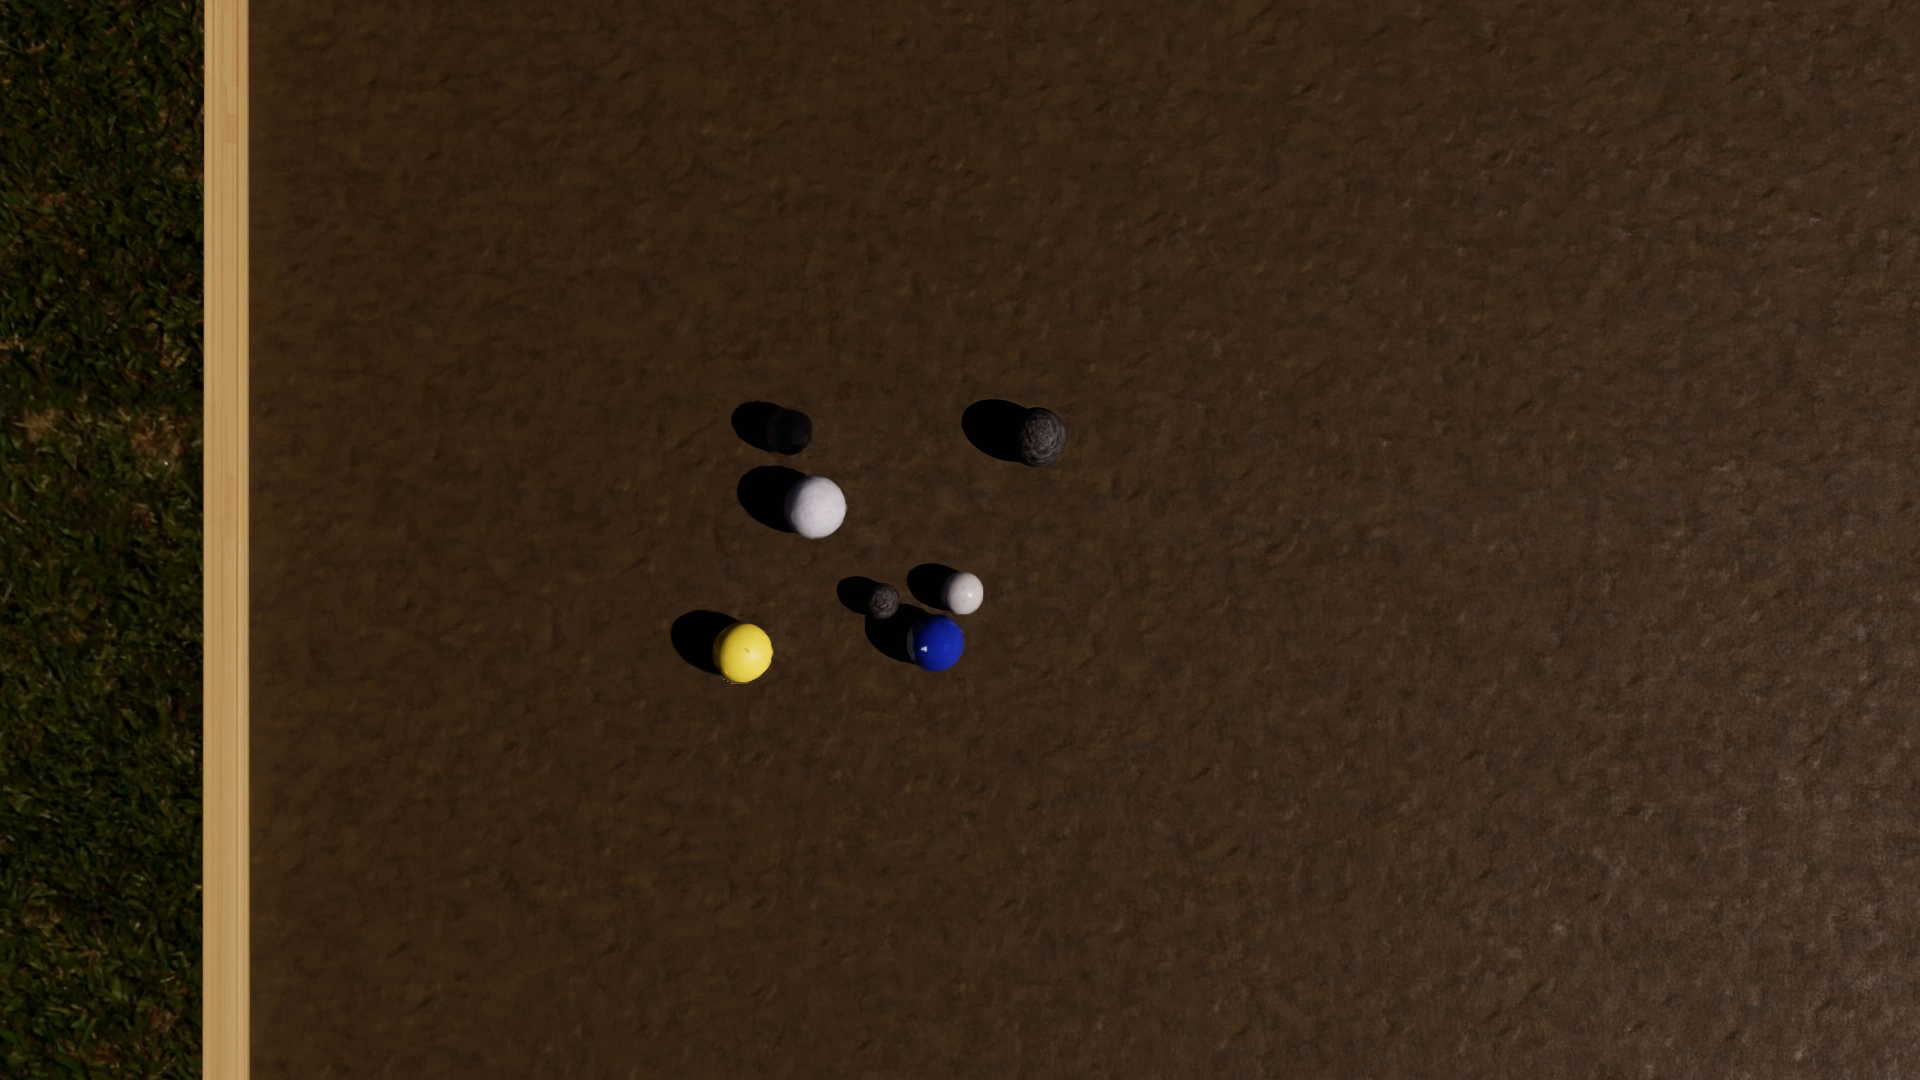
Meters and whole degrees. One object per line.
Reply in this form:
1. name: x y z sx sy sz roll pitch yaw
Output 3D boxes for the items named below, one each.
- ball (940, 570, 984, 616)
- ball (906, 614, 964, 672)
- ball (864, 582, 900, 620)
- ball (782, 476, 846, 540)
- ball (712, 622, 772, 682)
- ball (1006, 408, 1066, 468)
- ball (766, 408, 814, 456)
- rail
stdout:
1. ball: 0.003 0.078 3.248 0.065 0.065 0.065 0 84 0
2. ball: -0.036 0.150 3.230 0.085 0.085 0.085 0 84 0
3. ball: -0.116 0.090 3.252 0.055 0.055 0.055 0 84 0
4. ball: -0.215 -0.048 3.247 0.095 0.095 0.095 0 84 0
5. ball: -0.320 0.165 3.226 0.089 0.089 0.089 0 84 0
6. ball: 0.114 -0.152 3.262 0.089 0.089 0.089 0 84 0
7. ball: -0.254 -0.161 3.271 0.072 0.072 0.072 0 84 0
8. rail: -1.065 0.036 3.222 0.045 0.123 2.431 -2 84 0
